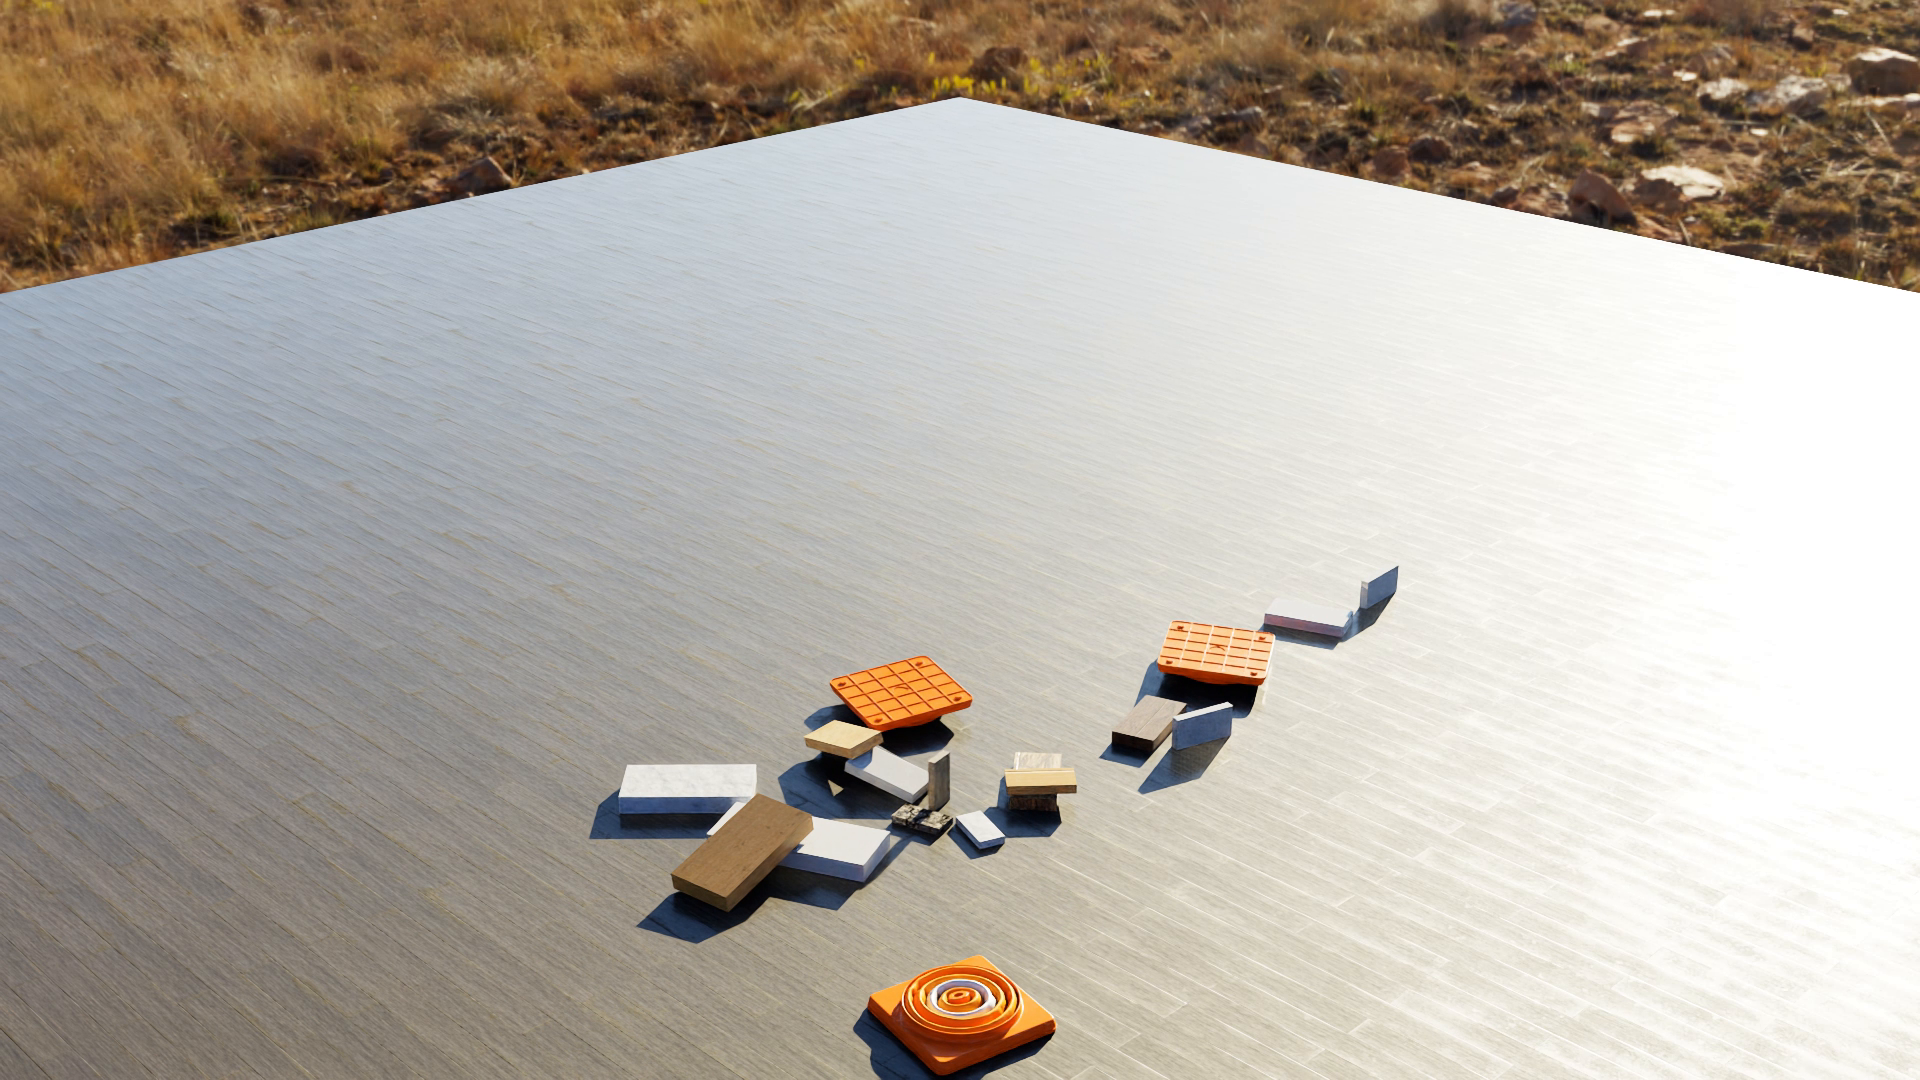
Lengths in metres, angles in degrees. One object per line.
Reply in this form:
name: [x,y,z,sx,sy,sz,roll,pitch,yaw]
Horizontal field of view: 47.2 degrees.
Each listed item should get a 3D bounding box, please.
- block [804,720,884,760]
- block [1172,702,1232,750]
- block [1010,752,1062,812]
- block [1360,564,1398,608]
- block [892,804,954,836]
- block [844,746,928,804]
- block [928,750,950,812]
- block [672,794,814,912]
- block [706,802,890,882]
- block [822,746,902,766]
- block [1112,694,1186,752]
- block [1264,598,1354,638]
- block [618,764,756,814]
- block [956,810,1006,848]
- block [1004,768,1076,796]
block: [-0.246,0.420,4.634,0.084,0.024,0.168,-27,21,-34]
block: [0.521,0.400,4.727,0.142,0.071,0.020,-12,26,-26]
block: [0.157,0.499,4.550,0.096,0.027,0.193,2,23,5]
block: [1.030,0.113,5.404,0.020,0.071,0.142,19,29,37]
block: [-0.076,0.561,4.417,0.111,0.016,0.055,12,26,27]
block: [-0.145,0.483,4.550,0.168,0.024,0.084,23,34,24]
block: [-0.042,0.489,4.467,0.016,0.111,0.055,14,27,30]
block: [-0.416,0.598,4.229,0.134,0.038,0.267,17,40,30]
block: [-0.317,0.591,4.318,0.333,0.038,0.134,8,24,19]
block: [-0.210,0.456,4.656,0.084,0.024,0.168,-19,29,-37]
block: [0.413,0.398,4.788,0.096,0.027,0.193,11,25,25]
block: [0.839,0.186,5.288,0.193,0.027,0.096,10,25,22]
block: [-0.557,0.510,4.510,0.267,0.038,0.134,0,23,0]
block: [0.040,0.577,4.381,0.055,0.016,0.111,-11,25,-24]
block: [0.165,0.494,4.501,0.142,0.020,0.071,-1,23,-2]
